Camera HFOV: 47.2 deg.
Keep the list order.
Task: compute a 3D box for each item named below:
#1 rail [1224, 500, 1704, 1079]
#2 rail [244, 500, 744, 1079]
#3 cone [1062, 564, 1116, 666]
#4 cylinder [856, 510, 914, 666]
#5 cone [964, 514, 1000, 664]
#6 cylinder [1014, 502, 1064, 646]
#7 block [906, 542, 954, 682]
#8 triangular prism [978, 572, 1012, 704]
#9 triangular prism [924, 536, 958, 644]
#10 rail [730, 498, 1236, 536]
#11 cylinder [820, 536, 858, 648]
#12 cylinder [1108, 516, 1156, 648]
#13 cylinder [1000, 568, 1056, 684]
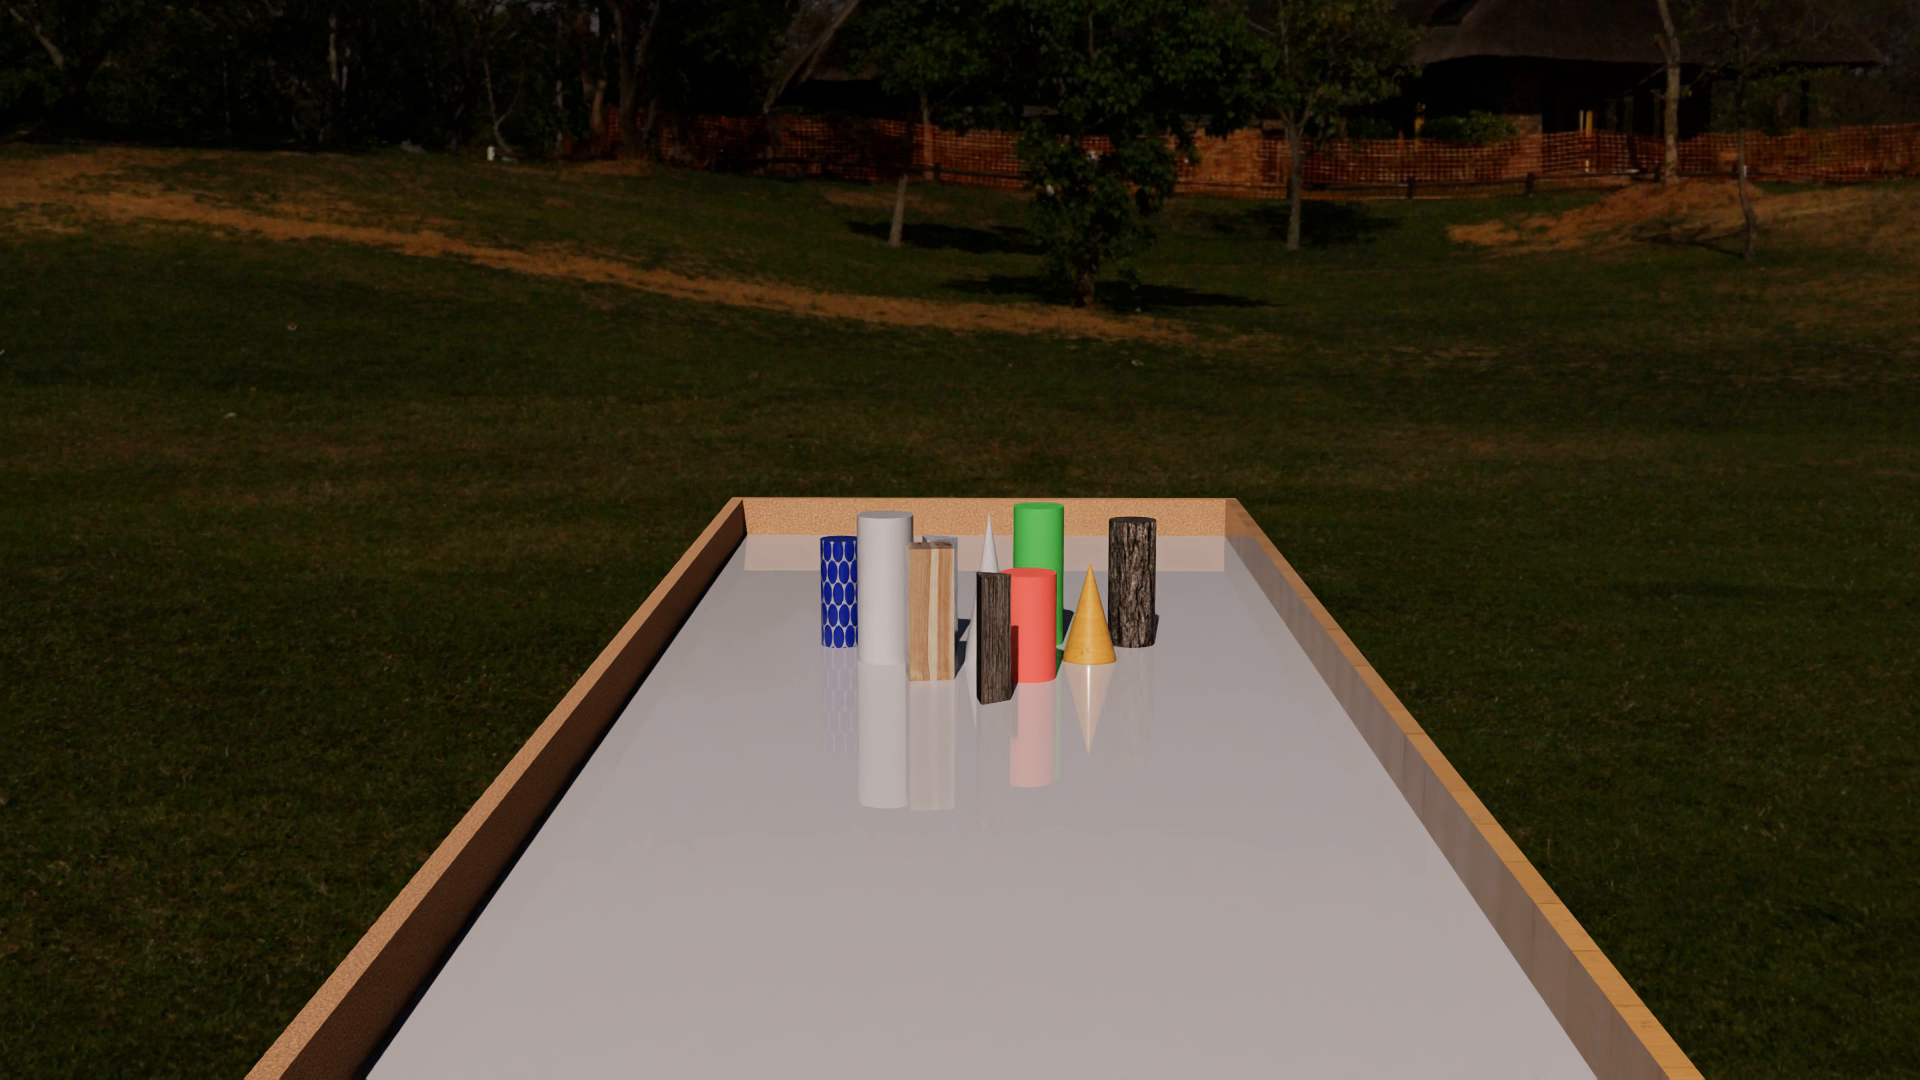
[{"bbox_3d":[1.046,0.843,3.208,0.050,0.150,12.000,0,9,1],"label":"rail"},{"bbox_3d":[-1.004,0.839,3.234,0.050,0.150,12.000,0,9,1],"label":"rail"},{"bbox_3d":[0.395,0.215,6.688,0.168,0.302,0.168,0,9,0],"label":"cone"},{"bbox_3d":[-0.226,0.144,6.679,0.172,0.446,0.172,0,9,0],"label":"cylinder"},{"bbox_3d":[0.088,0.140,6.667,0.155,0.456,0.155,0,9,0],"label":"cone"},{"bbox_3d":[0.247,0.108,6.937,0.159,0.436,0.159,0,9,0],"label":"cylinder"},{"bbox_3d":[-0.089,0.208,6.452,0.130,0.389,0.130,-1,9,-7],"label":"block"},{"bbox_3d":[0.075,0.271,6.154,0.102,0.359,0.088,-7,11,-37],"label":"triangular prism"},{"bbox_3d":[-0.085,0.158,6.930,0.117,0.339,0.102,-7,12,-38],"label":"triangular prism"},{"bbox_3d":[0.099,-0.098,9.147,2.100,0.150,0.050,0,9,1],"label":"rail"},{"bbox_3d":[-0.374,0.162,6.916,0.129,0.336,0.129,0,9,0],"label":"cylinder"},{"bbox_3d":[0.541,0.131,6.923,0.148,0.394,0.148,0,9,0],"label":"cylinder"},{"bbox_3d":[0.200,0.249,6.444,0.165,0.312,0.165,0,9,0],"label":"cylinder"}]
